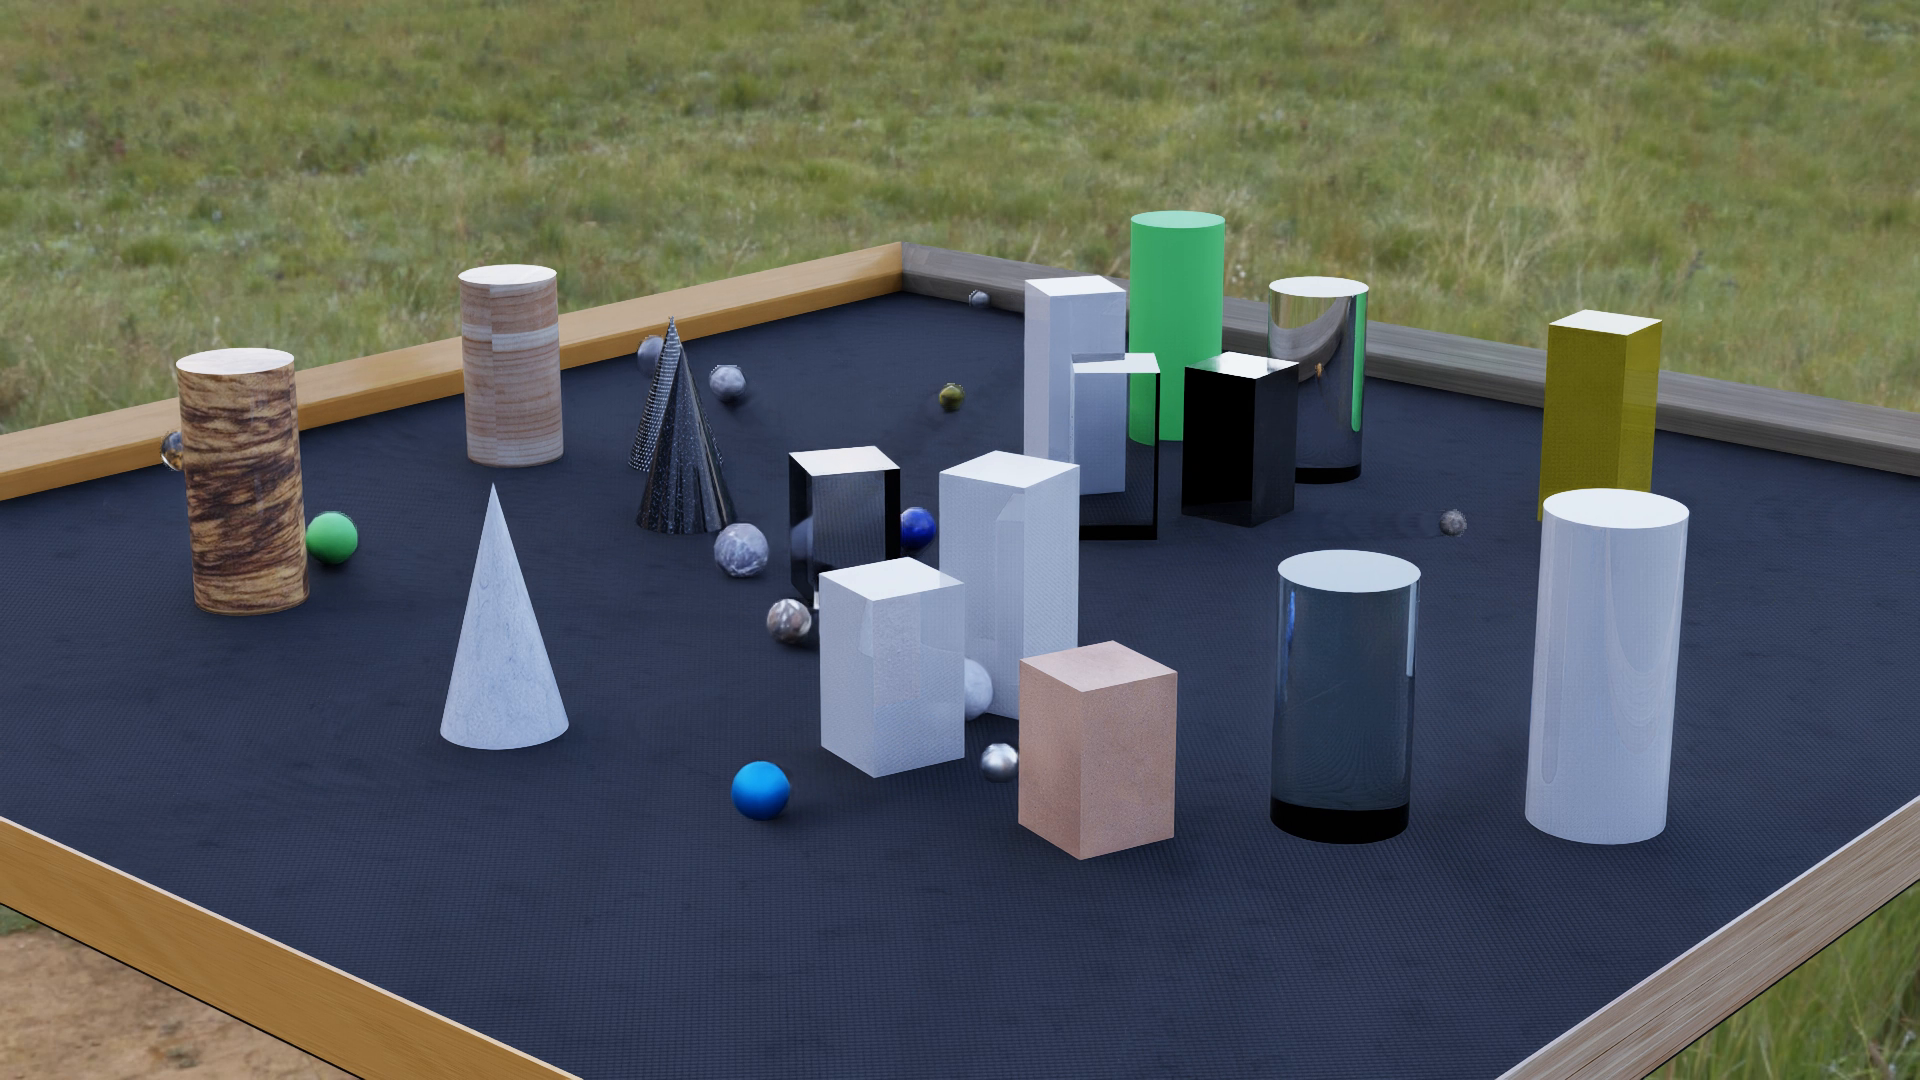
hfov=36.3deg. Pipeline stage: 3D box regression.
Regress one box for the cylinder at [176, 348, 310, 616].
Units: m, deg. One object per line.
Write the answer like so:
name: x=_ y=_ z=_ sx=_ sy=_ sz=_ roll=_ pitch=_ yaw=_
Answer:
cylinder: x=-1.234 y=-0.102 z=5.052 sx=0.196 sy=0.424 sz=0.196 roll=0 pitch=17 yaw=0

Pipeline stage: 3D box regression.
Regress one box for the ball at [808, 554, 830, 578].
ball: x=-0.251 y=0.046 z=5.226 sx=0.041 sy=0.041 sz=0.041 roll=0 pitch=17 yaw=0

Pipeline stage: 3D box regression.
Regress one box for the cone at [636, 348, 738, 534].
cone: x=-0.519 y=-0.201 z=5.531 sx=0.196 sy=0.338 sz=0.196 roll=0 pitch=17 yaw=0

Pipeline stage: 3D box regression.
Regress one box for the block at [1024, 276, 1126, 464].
block: x=0.226 y=-0.314 z=5.817 sx=0.156 sy=0.388 sz=0.156 roll=-5 pitch=17 yaw=-16

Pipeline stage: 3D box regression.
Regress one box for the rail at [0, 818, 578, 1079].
rail: x=-1.189 y=0.427 z=3.809 sx=3.594 sy=0.127 sz=0.045 roll=14 pitch=22 yaw=39

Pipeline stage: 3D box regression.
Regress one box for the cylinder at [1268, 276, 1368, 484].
cylinder: x=0.710 y=-0.320 z=5.854 sx=0.196 sy=0.379 sz=0.196 roll=0 pitch=17 yaw=0

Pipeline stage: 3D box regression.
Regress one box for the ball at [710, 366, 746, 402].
ball: x=-0.512 y=-0.343 z=6.453 sx=0.078 sy=0.078 sz=0.078 roll=0 pitch=17 yaw=0

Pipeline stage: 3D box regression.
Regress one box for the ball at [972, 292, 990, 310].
ball: x=0.052 y=-0.600 z=7.357 sx=0.047 sy=0.047 sz=0.047 roll=0 pitch=17 yaw=0

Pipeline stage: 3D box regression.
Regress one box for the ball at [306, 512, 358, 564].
ball: x=-1.136 y=-0.002 z=5.295 sx=0.093 sy=0.093 sz=0.093 roll=0 pitch=17 yaw=0

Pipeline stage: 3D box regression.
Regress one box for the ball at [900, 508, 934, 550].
ball: x=-0.084 y=-0.019 z=5.383 sx=0.075 sy=0.075 sz=0.075 roll=0 pitch=17 yaw=0

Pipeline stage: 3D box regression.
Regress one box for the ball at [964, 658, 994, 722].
ball: x=0.002 y=0.231 z=4.515 sx=0.098 sy=0.098 sz=0.098 roll=0 pitch=17 yaw=0

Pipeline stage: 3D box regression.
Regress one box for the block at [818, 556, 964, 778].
block: x=-0.101 y=0.187 z=4.357 sx=0.156 sy=0.273 sz=0.156 roll=-10 pitch=20 yaw=-31

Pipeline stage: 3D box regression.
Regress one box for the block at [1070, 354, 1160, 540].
block: x=0.287 y=-0.175 z=5.476 sx=0.156 sy=0.320 sz=0.156 roll=0 pitch=17 yaw=-1

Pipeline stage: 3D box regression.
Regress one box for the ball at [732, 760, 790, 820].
ball: x=-0.281 y=0.353 z=4.137 sx=0.082 sy=0.082 sz=0.082 roll=0 pitch=17 yaw=0

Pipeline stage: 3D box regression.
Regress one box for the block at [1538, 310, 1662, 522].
block: x=1.206 y=-0.224 z=5.532 sx=0.156 sy=0.382 sz=0.156 roll=12 pitch=21 yaw=35

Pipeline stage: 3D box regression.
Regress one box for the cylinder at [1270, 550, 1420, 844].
cylinder: x=0.536 y=0.217 z=4.094 sx=0.196 sy=0.366 sz=0.196 roll=0 pitch=17 yaw=0

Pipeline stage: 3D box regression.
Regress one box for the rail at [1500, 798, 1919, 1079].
rail: x=1.339 y=0.367 z=4.007 sx=0.045 sy=0.127 sz=3.675 roll=14 pitch=22 yaw=39

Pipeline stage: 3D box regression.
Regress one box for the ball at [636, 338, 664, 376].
ball: x=-0.691 y=-0.415 z=6.671 sx=0.090 sy=0.090 sz=0.090 roll=0 pitch=17 yaw=0

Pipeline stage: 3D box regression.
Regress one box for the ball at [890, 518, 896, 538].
ball: x=-0.106 y=-0.022 z=5.441 sx=0.046 sy=0.046 sz=0.046 roll=0 pitch=17 yaw=0

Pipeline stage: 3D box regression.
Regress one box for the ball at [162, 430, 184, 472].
ball: x=-1.565 y=-0.180 z=5.901 sx=0.083 sy=0.083 sz=0.083 roll=0 pitch=17 yaw=0

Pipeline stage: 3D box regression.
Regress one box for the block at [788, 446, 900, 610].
block: x=-0.201 y=-0.023 z=5.114 sx=0.156 sy=0.238 sz=0.156 roll=-5 pitch=18 yaw=-17

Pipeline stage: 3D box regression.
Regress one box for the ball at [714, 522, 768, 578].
ball: x=-0.390 y=0.017 z=5.223 sx=0.097 sy=0.097 sz=0.097 roll=0 pitch=17 yaw=0

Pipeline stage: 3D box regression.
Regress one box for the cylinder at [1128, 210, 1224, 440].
cylinder: x=0.454 y=-0.452 z=6.168 sx=0.196 sy=0.450 sz=0.196 roll=0 pitch=17 yaw=0

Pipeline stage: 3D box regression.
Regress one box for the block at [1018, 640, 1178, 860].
block: x=0.190 y=0.289 z=4.068 sx=0.156 sy=0.243 sz=0.156 roll=-10 pitch=19 yaw=-30

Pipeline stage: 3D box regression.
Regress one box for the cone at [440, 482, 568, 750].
cone: x=-0.699 y=0.100 z=4.443 sx=0.196 sy=0.390 sz=0.196 roll=0 pitch=17 yaw=0

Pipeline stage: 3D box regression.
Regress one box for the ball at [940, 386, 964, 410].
ball: x=-0.019 y=-0.308 z=6.379 sx=0.054 sy=0.054 sz=0.054 roll=0 pitch=17 yaw=0

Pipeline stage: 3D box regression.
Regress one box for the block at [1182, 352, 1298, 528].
block: x=0.533 y=-0.192 z=5.585 sx=0.156 sy=0.290 sz=0.156 roll=12 pitch=21 yaw=35

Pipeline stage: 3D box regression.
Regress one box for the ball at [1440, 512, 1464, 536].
ball: x=0.917 y=-0.030 z=5.466 sx=0.047 sy=0.047 sz=0.047 roll=0 pitch=17 yaw=0

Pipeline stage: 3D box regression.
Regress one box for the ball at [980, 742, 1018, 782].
ball: x=0.058 y=0.324 z=4.274 sx=0.058 sy=0.058 sz=0.058 roll=0 pitch=17 yaw=0

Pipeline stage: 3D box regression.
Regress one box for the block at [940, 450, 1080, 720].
block: x=0.077 y=0.069 z=4.574 sx=0.156 sy=0.373 sz=0.156 roll=11 pitch=20 yaw=33

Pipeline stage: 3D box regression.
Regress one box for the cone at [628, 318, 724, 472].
cone: x=-0.579 y=-0.306 z=5.937 sx=0.196 sy=0.304 sz=0.196 roll=0 pitch=17 yaw=0

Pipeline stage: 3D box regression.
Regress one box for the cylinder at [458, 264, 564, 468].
cylinder: x=-0.913 y=-0.355 z=5.973 sx=0.196 sy=0.378 sz=0.196 roll=0 pitch=17 yaw=0

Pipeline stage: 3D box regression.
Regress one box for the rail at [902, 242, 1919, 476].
rail: x=1.189 y=-0.364 z=6.431 sx=3.594 sy=0.127 sz=0.045 roll=14 pitch=22 yaw=39

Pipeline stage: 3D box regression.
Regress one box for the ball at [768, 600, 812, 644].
ball: x=-0.284 y=0.135 z=4.874 sx=0.073 sy=0.073 sz=0.073 roll=0 pitch=17 yaw=0

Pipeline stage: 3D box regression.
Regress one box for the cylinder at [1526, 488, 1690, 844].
cylinder: x=0.898 y=0.174 z=4.081 sx=0.196 sy=0.456 sz=0.196 roll=0 pitch=17 yaw=0

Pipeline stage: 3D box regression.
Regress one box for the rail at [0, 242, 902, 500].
rail: x=-1.339 y=-0.304 z=6.233 sx=0.045 sy=0.127 sz=3.675 roll=14 pitch=22 yaw=39

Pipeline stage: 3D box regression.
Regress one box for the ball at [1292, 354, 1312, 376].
ball: x=0.779 y=-0.401 z=6.695 sx=0.048 sy=0.048 sz=0.048 roll=0 pitch=17 yaw=0
